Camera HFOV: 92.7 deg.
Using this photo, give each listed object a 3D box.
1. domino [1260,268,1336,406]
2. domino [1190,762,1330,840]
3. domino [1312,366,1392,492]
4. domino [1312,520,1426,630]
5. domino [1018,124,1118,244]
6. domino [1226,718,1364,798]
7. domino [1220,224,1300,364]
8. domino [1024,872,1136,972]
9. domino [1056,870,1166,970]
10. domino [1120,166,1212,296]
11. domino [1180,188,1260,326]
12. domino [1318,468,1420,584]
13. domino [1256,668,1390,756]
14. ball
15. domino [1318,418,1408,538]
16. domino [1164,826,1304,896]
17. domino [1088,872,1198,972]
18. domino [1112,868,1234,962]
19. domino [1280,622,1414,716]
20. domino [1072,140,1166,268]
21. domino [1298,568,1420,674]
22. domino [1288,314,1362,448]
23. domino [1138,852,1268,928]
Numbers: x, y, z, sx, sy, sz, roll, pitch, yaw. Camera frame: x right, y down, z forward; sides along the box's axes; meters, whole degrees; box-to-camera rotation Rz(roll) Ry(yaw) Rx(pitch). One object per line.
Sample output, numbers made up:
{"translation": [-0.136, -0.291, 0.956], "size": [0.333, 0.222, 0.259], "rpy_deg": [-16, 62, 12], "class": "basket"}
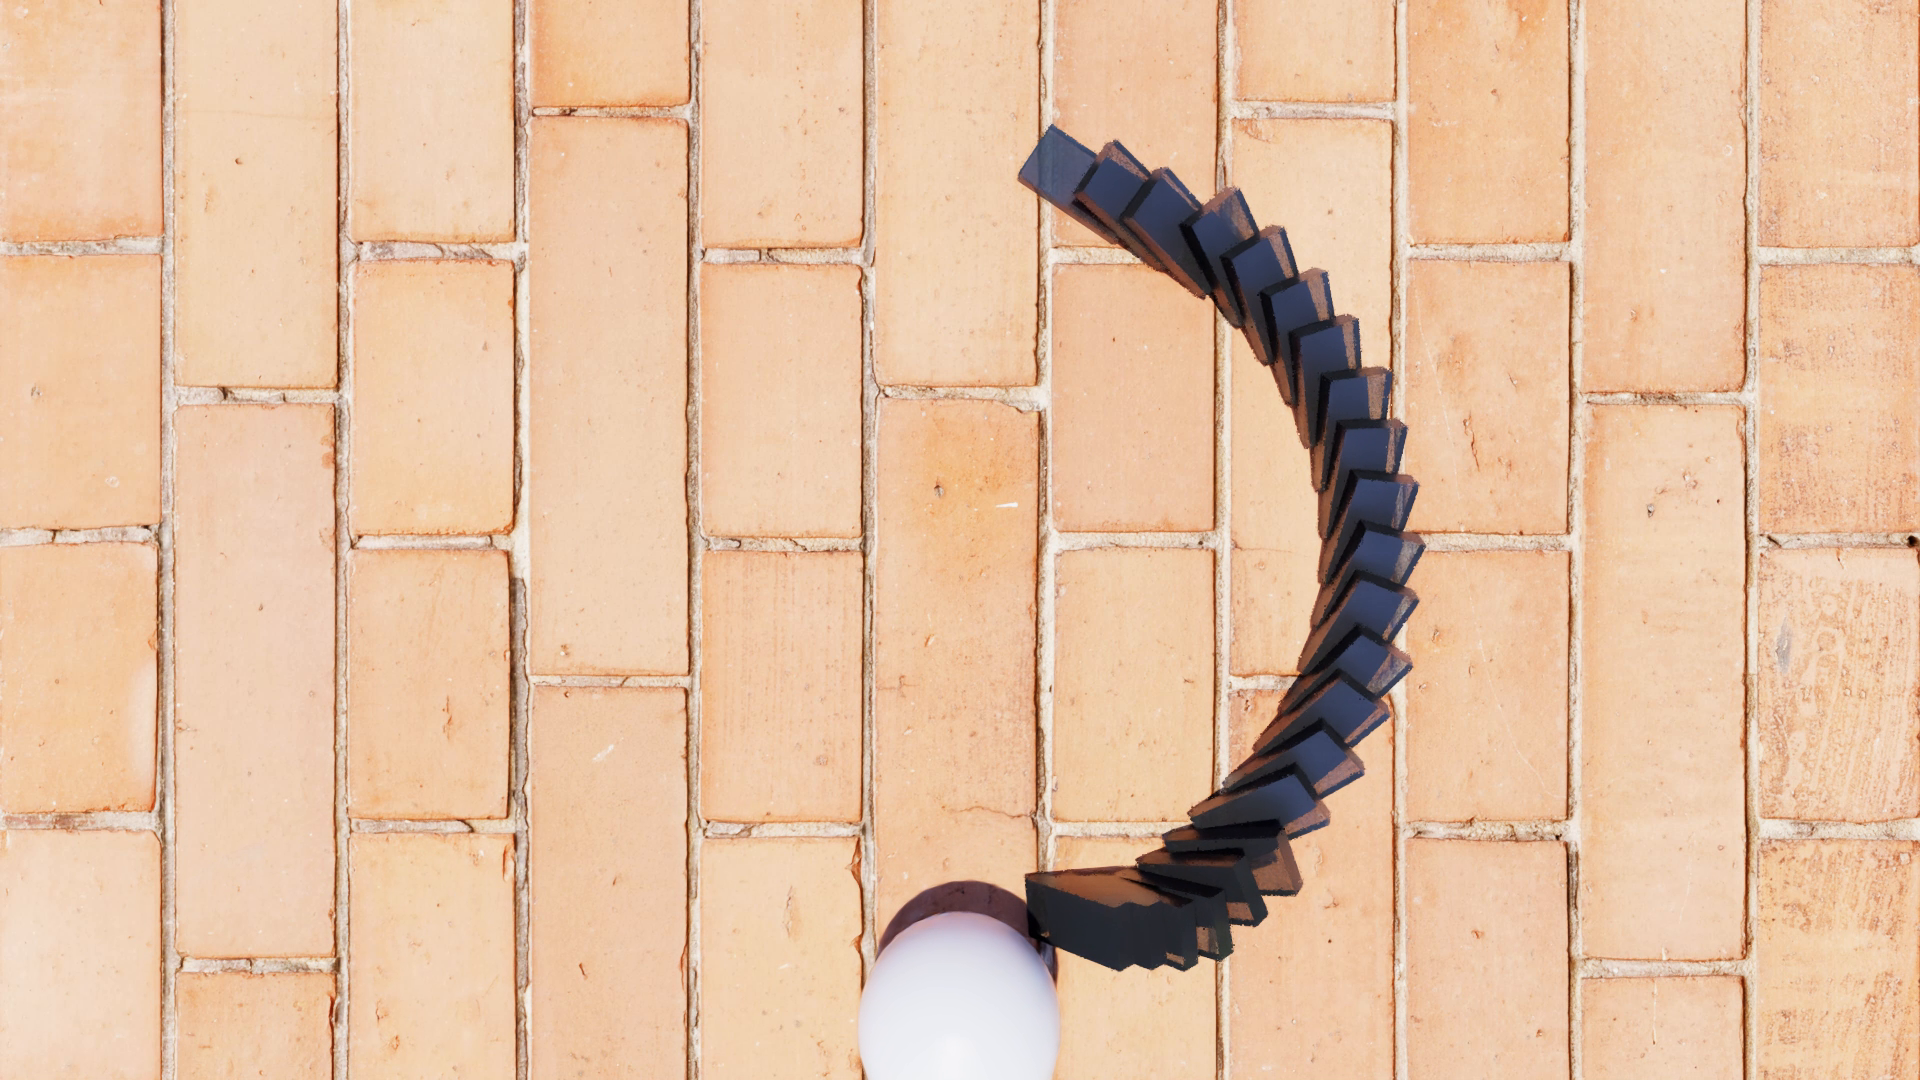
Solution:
{"translation": [0.144, -0.085, 0.384], "size": [0.025, 0.009, 0.050], "rpy_deg": [-23, 118, 0], "class": "domino"}
{"translation": [0.125, 0.115, 0.384], "size": [0.050, 0.010, 0.025], "rpy_deg": [-35, 90, 28], "class": "domino"}
{"translation": [0.164, -0.046, 0.384], "size": [0.025, 0.010, 0.050], "rpy_deg": [-7, 118, 0], "class": "domino"}
{"translation": [0.170, 0.018, 0.384], "size": [0.025, 0.010, 0.050], "rpy_deg": [15, 119, 0], "class": "domino"}
{"translation": [0.053, -0.153, 0.395], "size": [0.050, 0.009, 0.025], "rpy_deg": [34, 90, 0], "class": "domino"}
{"translation": [0.140, 0.099, 0.384], "size": [0.025, 0.009, 0.050], "rpy_deg": [47, 118, 0], "class": "domino"}
{"translation": [0.130, -0.102, 0.384], "size": [0.025, 0.010, 0.050], "rpy_deg": [-32, 118, 0], "class": "domino"}
{"translation": [0.048, 0.156, 0.378], "size": [0.009, 0.050, 0.025], "rpy_deg": [-4, 90, -41], "class": "domino"}
{"translation": [0.061, 0.156, 0.378], "size": [0.010, 0.050, 0.025], "rpy_deg": [-4, 90, -41], "class": "domino"}
{"translation": [0.093, -0.129, 0.385], "size": [0.050, 0.010, 0.025], "rpy_deg": [35, 90, -26], "class": "domino"}
{"translation": [0.115, -0.118, 0.384], "size": [0.025, 0.009, 0.050], "rpy_deg": [-39, 118, -1], "class": "domino"}
{"translation": [0.170, -0.004, 0.384], "size": [0.025, 0.009, 0.050], "rpy_deg": [6, 119, 0], "class": "domino"}
{"translation": [0.151, 0.079, 0.384], "size": [0.025, 0.010, 0.050], "rpy_deg": [37, 118, 0], "class": "domino"}
{"translation": [0.000, 0.189, 0.360], "size": [0.080, 0.080, 0.080], "rpy_deg": [0, 90, 0], "class": "ball"}
{"translation": [0.168, -0.025, 0.384], "size": [0.025, 0.010, 0.050], "rpy_deg": [-2, 119, 0], "class": "domino"}
{"translation": [0.113, 0.133, 0.380], "size": [0.050, 0.010, 0.025], "rpy_deg": [-18, 93, 40], "class": "domino"}
{"translation": [0.074, 0.156, 0.378], "size": [0.010, 0.050, 0.025], "rpy_deg": [-4, 91, -41], "class": "domino"}
{"translation": [0.087, 0.153, 0.378], "size": [0.009, 0.050, 0.025], "rpy_deg": [-9, 90, -40], "class": "domino"}
{"translation": [0.161, 0.061, 0.384], "size": [0.025, 0.010, 0.050], "rpy_deg": [33, 118, 0], "class": "domino"}
{"translation": [0.074, -0.140, 0.385], "size": [0.050, 0.009, 0.025], "rpy_deg": [33, 90, -25], "class": "domino"}
{"translation": [0.166, 0.039, 0.384], "size": [0.025, 0.009, 0.050], "rpy_deg": [20, 119, 0], "class": "domino"}
{"translation": [0.154, -0.066, 0.384], "size": [0.025, 0.010, 0.050], "rpy_deg": [-18, 119, 0], "class": "domino"}
{"translation": [0.099, 0.143, 0.378], "size": [0.009, 0.050, 0.025], "rpy_deg": [-22, 90, -40], "class": "domino"}
